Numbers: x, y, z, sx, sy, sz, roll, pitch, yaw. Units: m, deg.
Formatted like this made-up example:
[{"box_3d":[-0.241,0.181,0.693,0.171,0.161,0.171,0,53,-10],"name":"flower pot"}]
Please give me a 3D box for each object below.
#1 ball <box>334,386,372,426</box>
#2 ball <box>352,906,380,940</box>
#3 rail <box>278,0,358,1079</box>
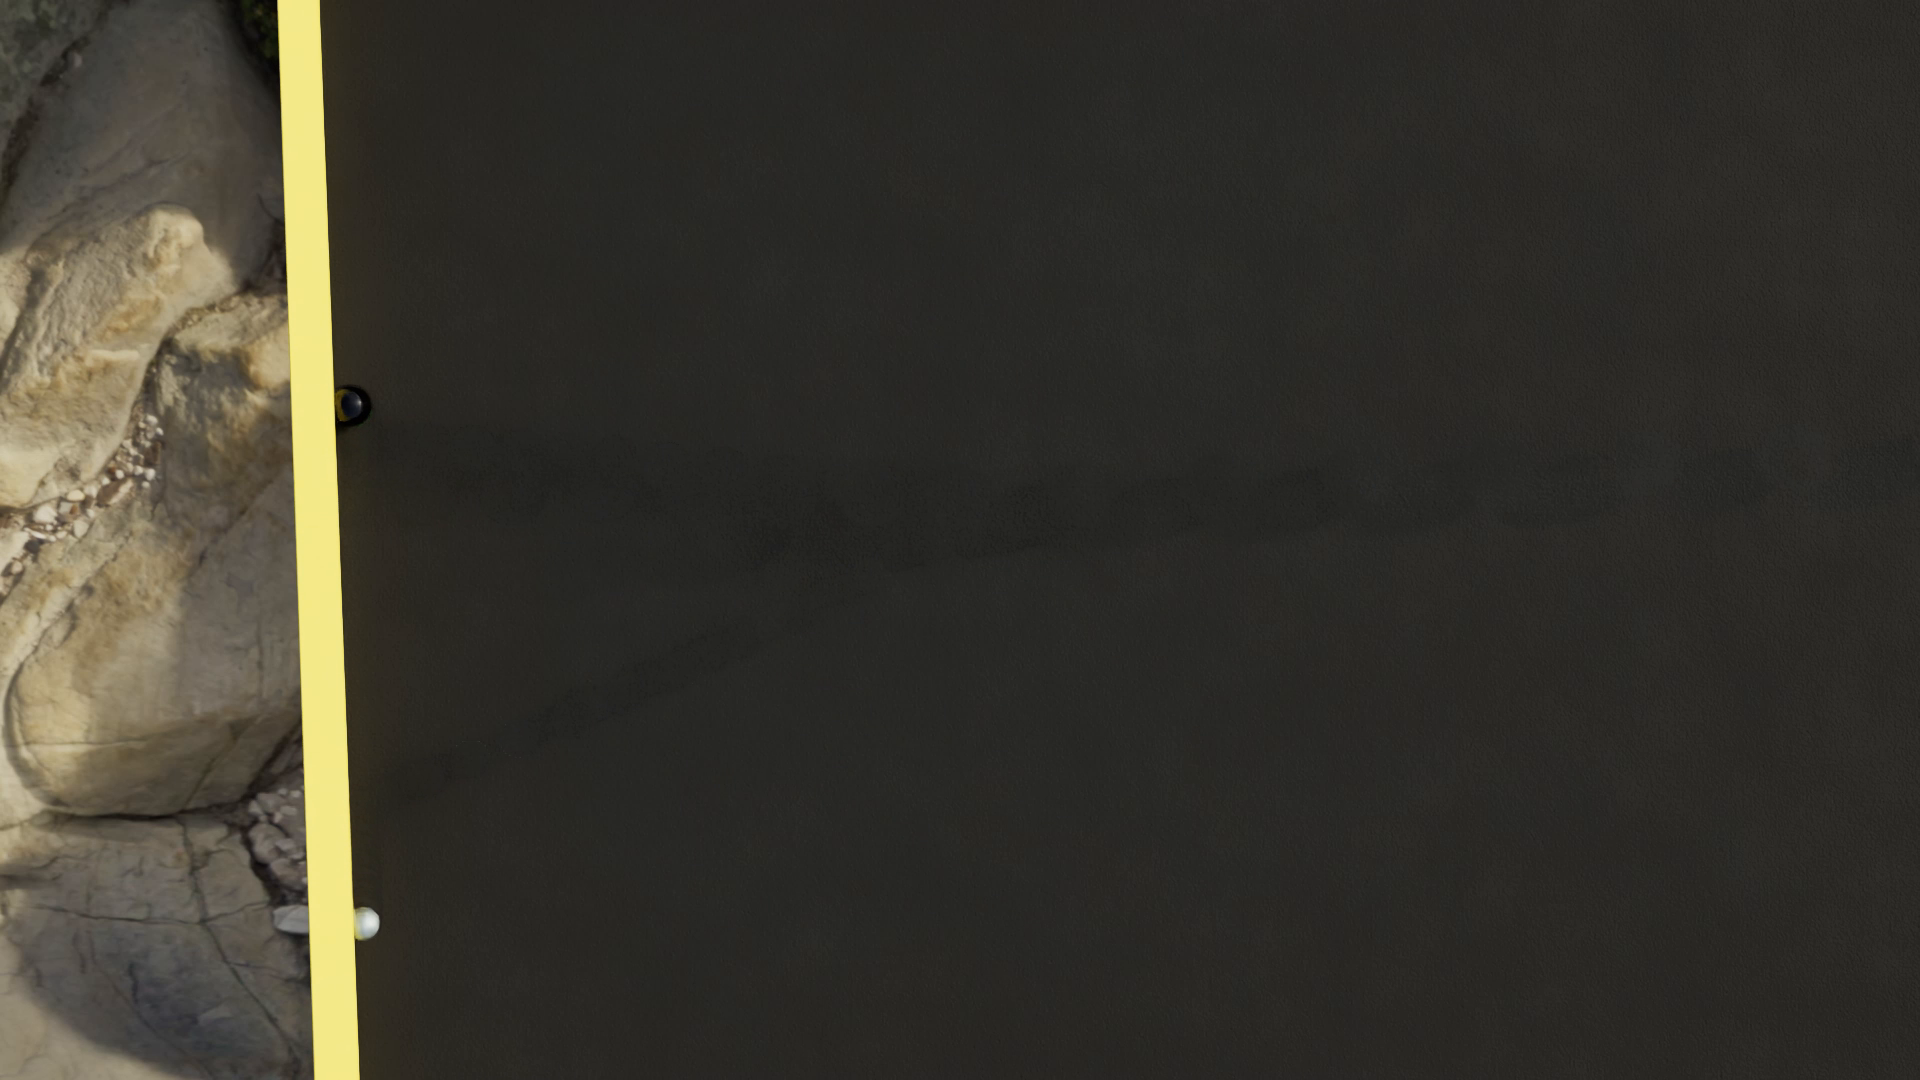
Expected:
[{"box_3d":[-0.914,-0.201,3.300,0.060,0.060,0.060,0,82,0],"name":"ball"},{"box_3d":[-0.868,0.557,3.198,0.048,0.048,0.048,0,82,0],"name":"ball"},{"box_3d":[-0.933,0.066,3.231,0.045,0.121,2.046,-4,82,-1],"name":"rail"}]
